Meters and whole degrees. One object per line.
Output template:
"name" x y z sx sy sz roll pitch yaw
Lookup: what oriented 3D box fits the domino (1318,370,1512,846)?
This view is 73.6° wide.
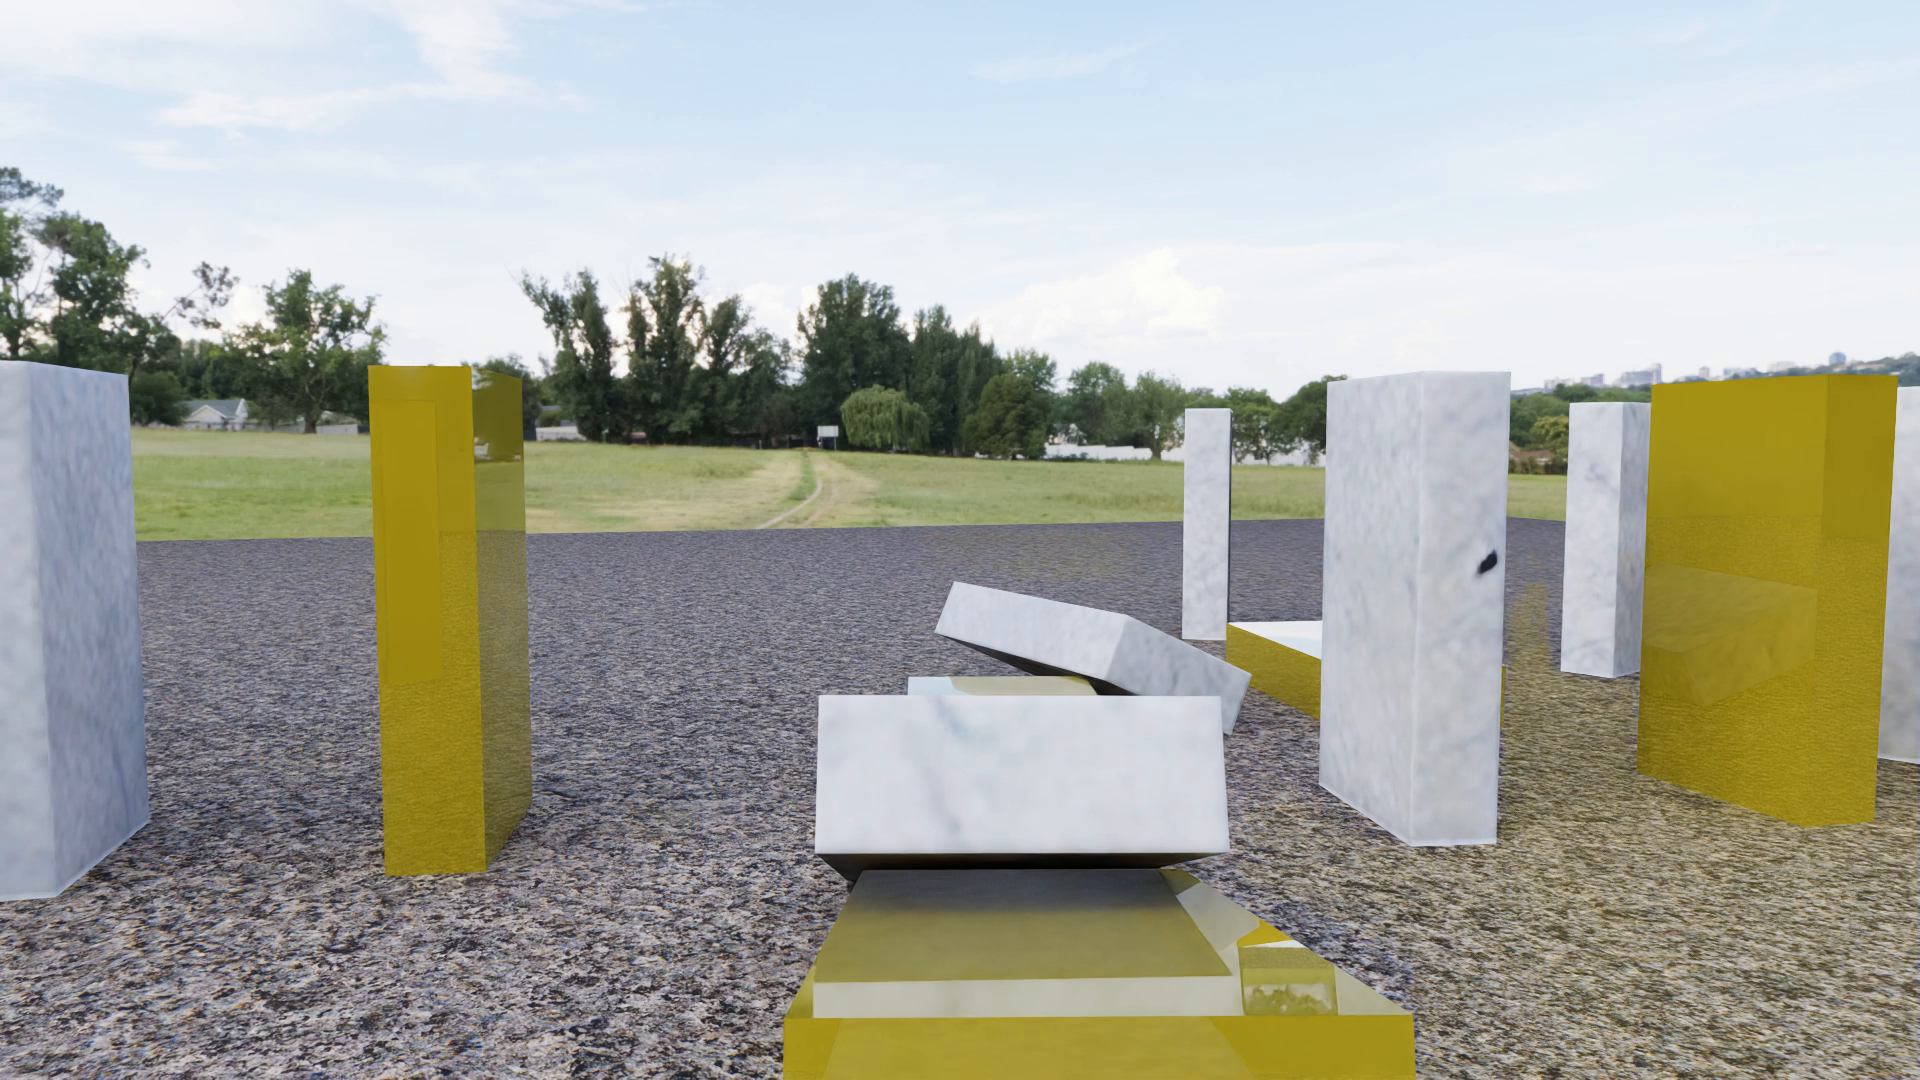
"domino" 0.051 0.007 0.147 0.009 0.050 0.025 0 4 -7

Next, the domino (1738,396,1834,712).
"domino" 0.143 0.002 0.210 0.025 0.050 0.009 -1 4 -16

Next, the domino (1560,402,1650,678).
"domino" 0.125 -0.001 0.243 0.025 0.050 0.009 -3 6 -39

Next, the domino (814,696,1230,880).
"domino" 0.003 0.021 0.102 0.025 0.009 0.050 0 -17 -3

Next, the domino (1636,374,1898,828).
"domino" 0.095 0.006 0.154 0.010 0.050 0.025 -1 4 -14

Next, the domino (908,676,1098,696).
"domino" 0.006 0.026 0.158 0.025 0.009 0.050 0 4 -2

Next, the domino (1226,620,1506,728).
"domino" 0.065 0.022 0.215 0.025 0.010 0.050 -1 4 -9

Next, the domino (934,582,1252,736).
"domino" 0.019 0.018 0.204 0.025 0.009 0.050 25 -8 -28

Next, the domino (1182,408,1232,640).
"domino" 0.056 -0.004 0.290 0.009 0.050 0.025 1 4 13

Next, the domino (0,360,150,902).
"domino" -0.093 0.008 0.130 0.010 0.050 0.025 -1 4 -15

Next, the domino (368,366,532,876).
"domino" -0.054 0.007 0.138 0.009 0.050 0.025 -1 4 -8

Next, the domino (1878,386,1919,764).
"domino" 0.132 0.005 0.172 0.010 0.050 0.025 -4 6 -41

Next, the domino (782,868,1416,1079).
"domino" 0.005 0.027 0.075 0.025 0.009 0.050 0 -8 -1
